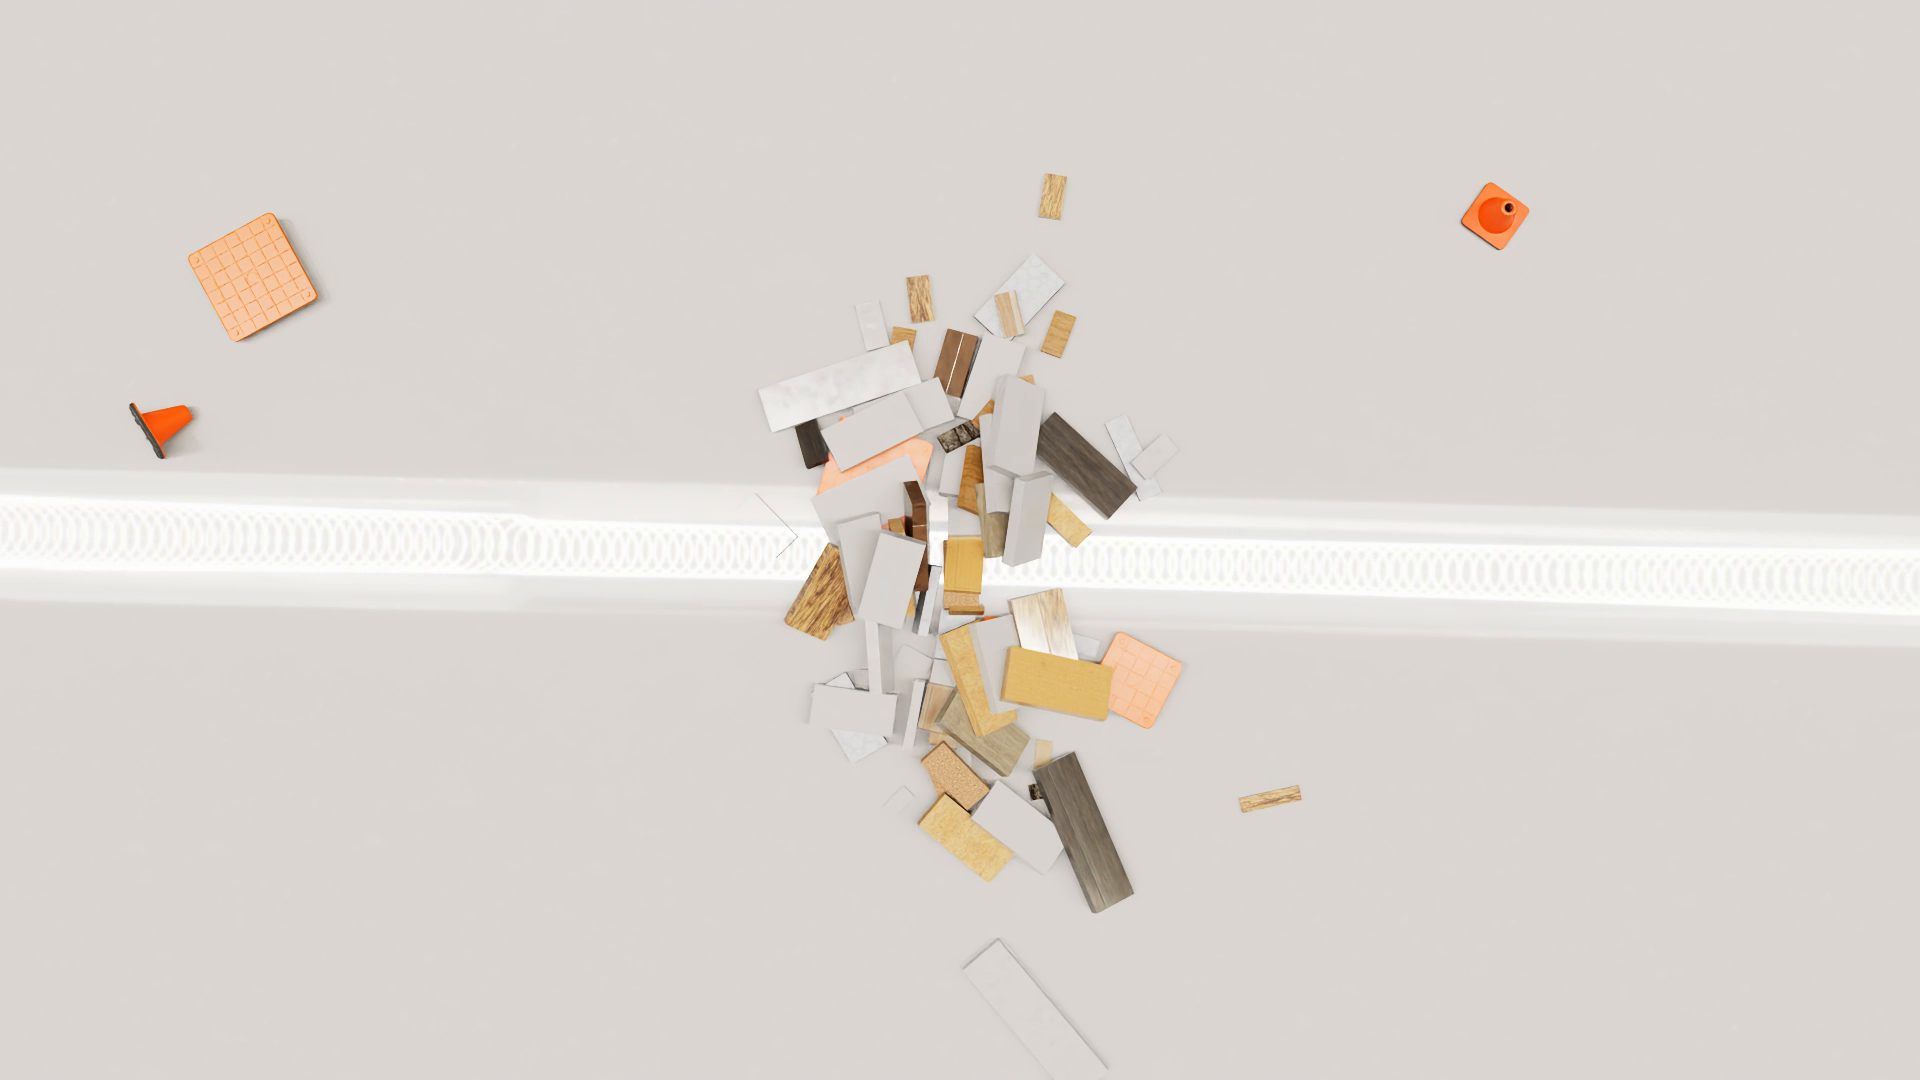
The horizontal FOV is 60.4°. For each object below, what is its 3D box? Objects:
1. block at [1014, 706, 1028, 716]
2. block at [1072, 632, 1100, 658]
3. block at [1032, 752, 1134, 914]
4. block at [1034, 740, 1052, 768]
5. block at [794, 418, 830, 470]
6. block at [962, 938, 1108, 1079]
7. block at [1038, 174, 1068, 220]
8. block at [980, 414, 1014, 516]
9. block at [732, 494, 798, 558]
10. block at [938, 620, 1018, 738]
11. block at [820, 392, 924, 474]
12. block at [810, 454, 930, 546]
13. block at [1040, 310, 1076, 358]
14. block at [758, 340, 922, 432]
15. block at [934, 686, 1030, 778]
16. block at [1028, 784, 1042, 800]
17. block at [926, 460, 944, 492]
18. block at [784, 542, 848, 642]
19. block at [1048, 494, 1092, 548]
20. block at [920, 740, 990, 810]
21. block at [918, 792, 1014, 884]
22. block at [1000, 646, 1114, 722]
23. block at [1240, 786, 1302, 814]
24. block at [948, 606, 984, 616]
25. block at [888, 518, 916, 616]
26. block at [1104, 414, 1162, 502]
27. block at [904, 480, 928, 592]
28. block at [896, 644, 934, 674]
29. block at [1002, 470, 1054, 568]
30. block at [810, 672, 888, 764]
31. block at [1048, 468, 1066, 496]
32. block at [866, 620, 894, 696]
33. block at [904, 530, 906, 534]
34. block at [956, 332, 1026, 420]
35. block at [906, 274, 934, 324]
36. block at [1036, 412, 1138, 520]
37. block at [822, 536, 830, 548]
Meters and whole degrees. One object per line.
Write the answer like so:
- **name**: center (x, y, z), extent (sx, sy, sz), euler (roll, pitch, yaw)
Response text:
- **block**: center (0.201, 0.537, 5.493), extent (0.050, 0.014, 0.099), euler (3, 90, 0)
- **block**: center (0.403, 0.347, 5.492), extent (0.115, 0.016, 0.058), euler (16, 90, 0)
- **block**: center (0.407, 0.966, 5.453), extent (0.150, 0.043, 0.511), euler (-23, 90, -21)
- **block**: center (0.276, 0.719, 5.493), extent (0.052, 0.015, 0.103), euler (8, 90, 0)
- **block**: center (-0.489, -0.317, 5.453), extent (0.078, 0.022, 0.157), euler (-21, 66, 8)
- **block**: center (0.250, 1.591, 5.478), extent (0.155, 0.044, 0.565), euler (-40, 90, 0)
- **block**: center (0.309, -1.142, 5.490), extent (0.072, 0.021, 0.145), euler (9, 90, 0)
- **block**: center (0.148, -0.245, 5.401), extent (0.161, 0.046, 0.321), euler (4, 79, -44)
- **block**: center (-0.648, -0.048, 5.486), extent (0.102, 0.029, 0.203), euler (-44, 90, 0)
- **block**: center (0.060, 0.449, 5.375), extent (0.149, 0.042, 0.352), euler (-21, 90, -34)
- **block**: center (-0.286, -0.351, 5.365), extent (0.299, 0.042, 0.149), euler (-27, 85, -7)
- **block**: center (-0.294, -0.129, 5.415), extent (0.352, 0.050, 0.176), euler (-24, 94, 1)
- **block**: center (0.327, -0.685, 5.490), extent (0.072, 0.021, 0.145), euler (21, 90, 0)
- **block**: center (-0.397, -0.508, 5.465), extent (0.522, 0.042, 0.149), euler (-18, 90, 3)
- **block**: center (0.074, 0.624, 5.401), extent (0.310, 0.044, 0.155), euler (40, 65, -18)
- **block**: center (0.282, 0.833, 5.493), extent (0.104, 0.015, 0.052), euler (-10, 90, 0)
- **block**: center (-0.082, -0.211, 5.493), extent (0.050, 0.014, 0.101), euler (8, 90, 0)
- **block**: center (-0.438, 0.171, 5.422), extent (0.150, 0.043, 0.301), euler (26, 99, -27)
- **block**: center (0.293, -0.114, 5.452), extent (0.078, 0.022, 0.330), euler (-45, 78, 1)
- **block**: center (-0.015, 0.774, 5.424), extent (0.102, 0.029, 0.227), euler (-42, 101, 9)
- **block**: center (0.022, 0.984, 5.457), extent (0.311, 0.039, 0.136), euler (41, 90, -9)
- **block**: center (0.315, 0.469, 5.367), extent (0.352, 0.050, 0.176), euler (13, 71, -12)
- **block**: center (1.034, 0.863, 5.493), extent (0.202, 0.014, 0.050), euler (-12, 90, 0)
- **block**: center (0.021, 0.232, 5.414), extent (0.115, 0.058, 0.016), euler (1, 73, -3)
- **block**: center (-0.191, 0.088, 5.380), extent (0.041, 0.144, 0.288), euler (-9, 111, -5)
- **block**: center (0.575, -0.274, 5.489), extent (0.076, 0.022, 0.286), euler (-25, 90, 0)
- **block**: center (-0.143, -0.012, 5.349), extent (0.046, 0.161, 0.321), euler (-6, 119, -10)
- **block**: center (-0.150, 0.398, 5.492), extent (0.113, 0.016, 0.057), euler (29, 90, 0)
- **block**: center (0.223, -0.069, 5.380), extent (0.042, 0.149, 0.297), euler (24, 117, 36)
- **block**: center (-0.369, 0.590, 5.481), extent (0.136, 0.039, 0.273), euler (-31, 90, 0)
- **block**: center (0.301, -0.179, 5.489), extent (0.076, 0.022, 0.152), euler (39, 90, 0)
- **block**: center (-0.265, 0.355, 5.425), extent (0.041, 0.144, 0.294), euler (-4, 90, 14)
- **block**: center (-0.160, 0.013, 5.493), extent (0.050, 0.014, 0.101), euler (-32, 90, 0)
- **block**: center (0.102, -0.528, 5.453), extent (0.144, 0.041, 0.287), euler (18, 97, -7)
- **block**: center (-0.132, -0.801, 5.489), extent (0.077, 0.022, 0.153), euler (-7, 90, 0)
- **block**: center (0.401, -0.245, 5.459), extent (0.373, 0.041, 0.144), euler (43, 82, 3)
- **block**: center (-0.412, 0.036, 5.492), extent (0.057, 0.016, 0.113), euler (-29, 90, 0)
